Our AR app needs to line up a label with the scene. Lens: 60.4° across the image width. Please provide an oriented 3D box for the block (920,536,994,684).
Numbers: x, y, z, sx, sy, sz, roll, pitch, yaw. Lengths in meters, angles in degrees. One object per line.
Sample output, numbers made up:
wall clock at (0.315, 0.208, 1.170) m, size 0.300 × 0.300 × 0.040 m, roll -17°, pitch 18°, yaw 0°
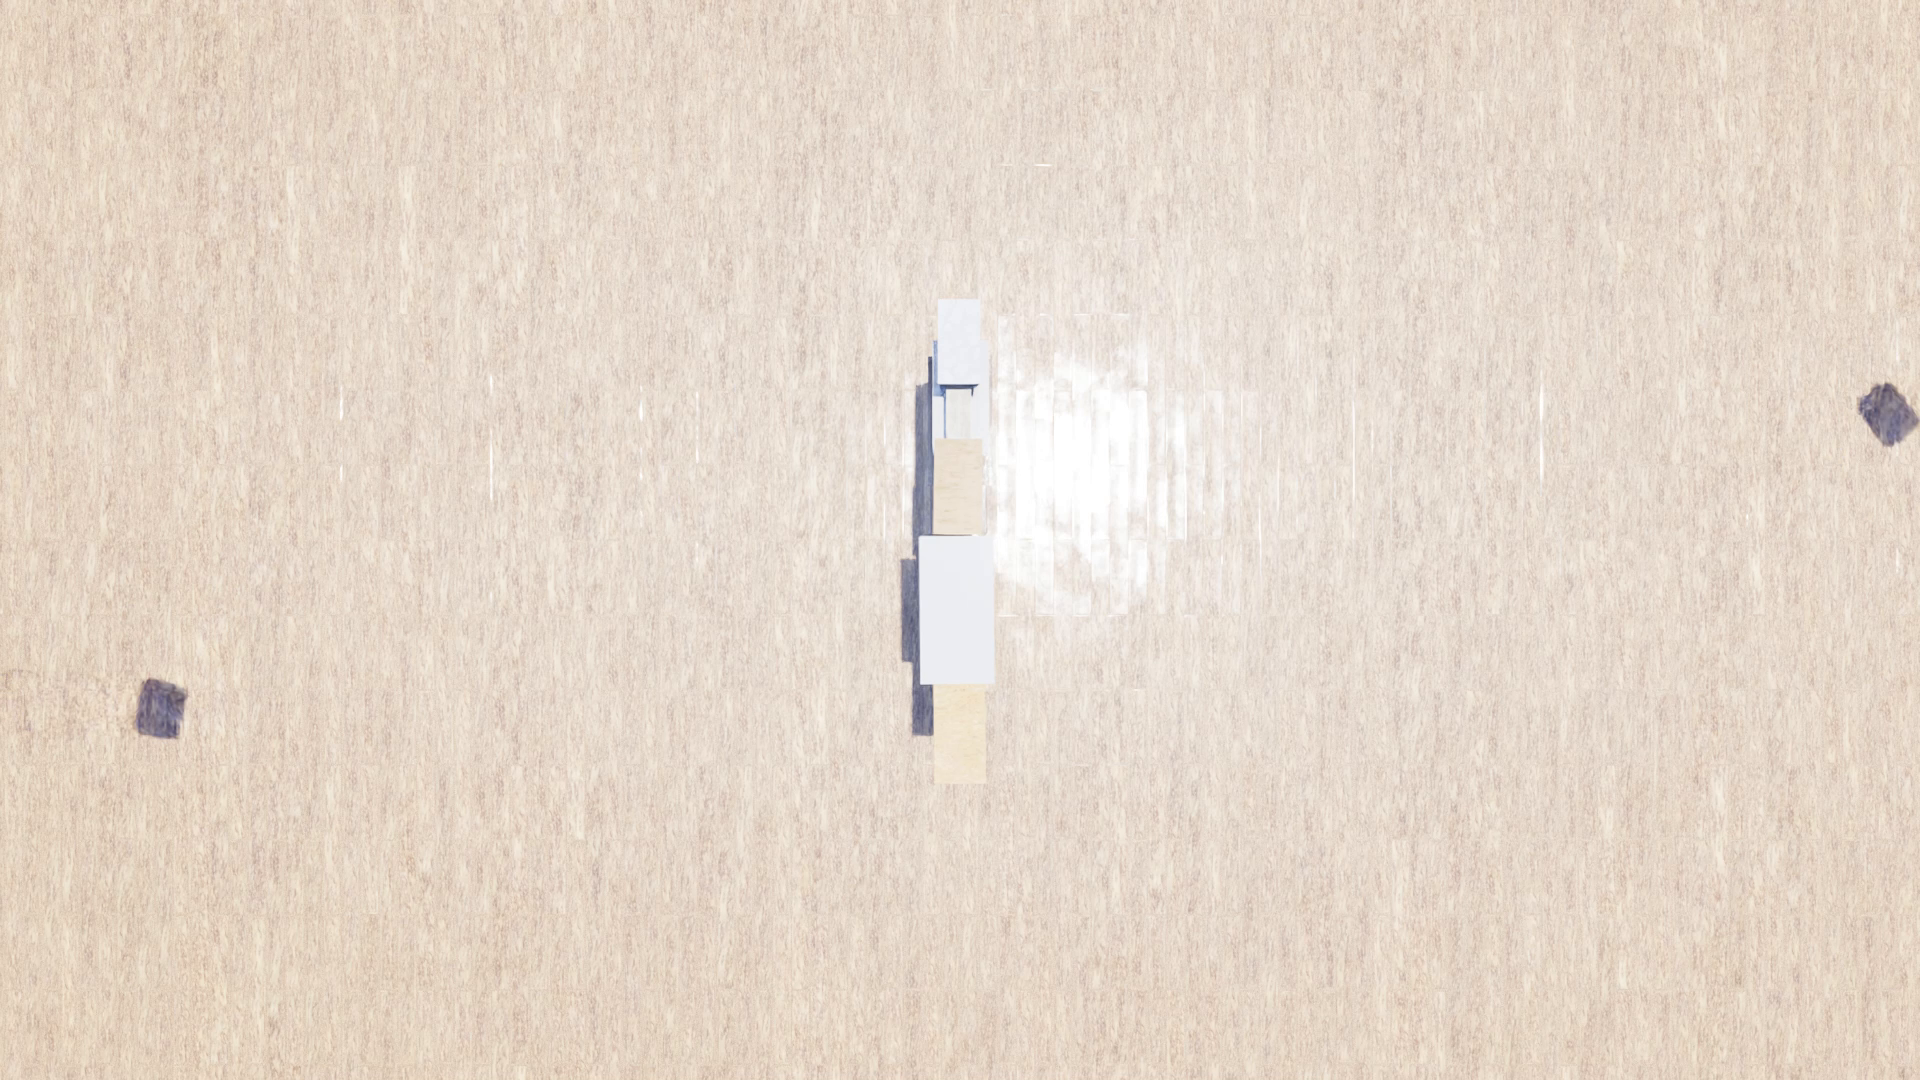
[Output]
block at (-0.007, 0.163, 3.867) m, size 0.172 × 0.049 × 0.345 m, roll -1°, pitch 90°, yaw 0°

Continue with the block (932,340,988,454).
block at (0.002, -0.369, 4.267) m, size 0.145 × 0.041 × 0.290 m, roll 0°, pitch 90°, yaw 0°

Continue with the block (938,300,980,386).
block at (-0.003, -0.483, 4.026) m, size 0.103 × 0.029 × 0.206 m, roll 0°, pitch 90°, yaw 0°

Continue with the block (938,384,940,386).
block at (-0.003, -0.414, 4.143) m, size 0.103 × 0.206 × 0.029 m, roll 0°, pitch 90°, yaw 0°

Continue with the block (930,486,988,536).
block at (-0.002, 0.009, 4.472) m, size 0.155 × 0.044 × 0.310 m, roll 0°, pitch 91°, yaw 0°

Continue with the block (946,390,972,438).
block at (-0.003, -0.314, 4.115) m, size 0.061 × 0.017 × 0.122 m, roll 0°, pitch 90°, yaw 0°

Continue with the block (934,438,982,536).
block at (-0.005, -0.128, 3.988) m, size 0.116 × 0.033 × 0.231 m, roll 1°, pitch 89°, yaw 0°

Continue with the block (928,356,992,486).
block at (0.000, -0.331, 4.603) m, size 0.179 × 0.051 × 0.358 m, roll 0°, pitch 90°, yaw 0°

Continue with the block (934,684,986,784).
block at (-0.001, 0.462, 3.976) m, size 0.123 × 0.035 × 0.246 m, roll -1°, pitch 90°, yaw 0°

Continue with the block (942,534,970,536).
block at (0.000, 0.044, 4.249) m, size 0.094 × 0.027 × 0.187 m, roll 1°, pitch 91°, yaw 0°
